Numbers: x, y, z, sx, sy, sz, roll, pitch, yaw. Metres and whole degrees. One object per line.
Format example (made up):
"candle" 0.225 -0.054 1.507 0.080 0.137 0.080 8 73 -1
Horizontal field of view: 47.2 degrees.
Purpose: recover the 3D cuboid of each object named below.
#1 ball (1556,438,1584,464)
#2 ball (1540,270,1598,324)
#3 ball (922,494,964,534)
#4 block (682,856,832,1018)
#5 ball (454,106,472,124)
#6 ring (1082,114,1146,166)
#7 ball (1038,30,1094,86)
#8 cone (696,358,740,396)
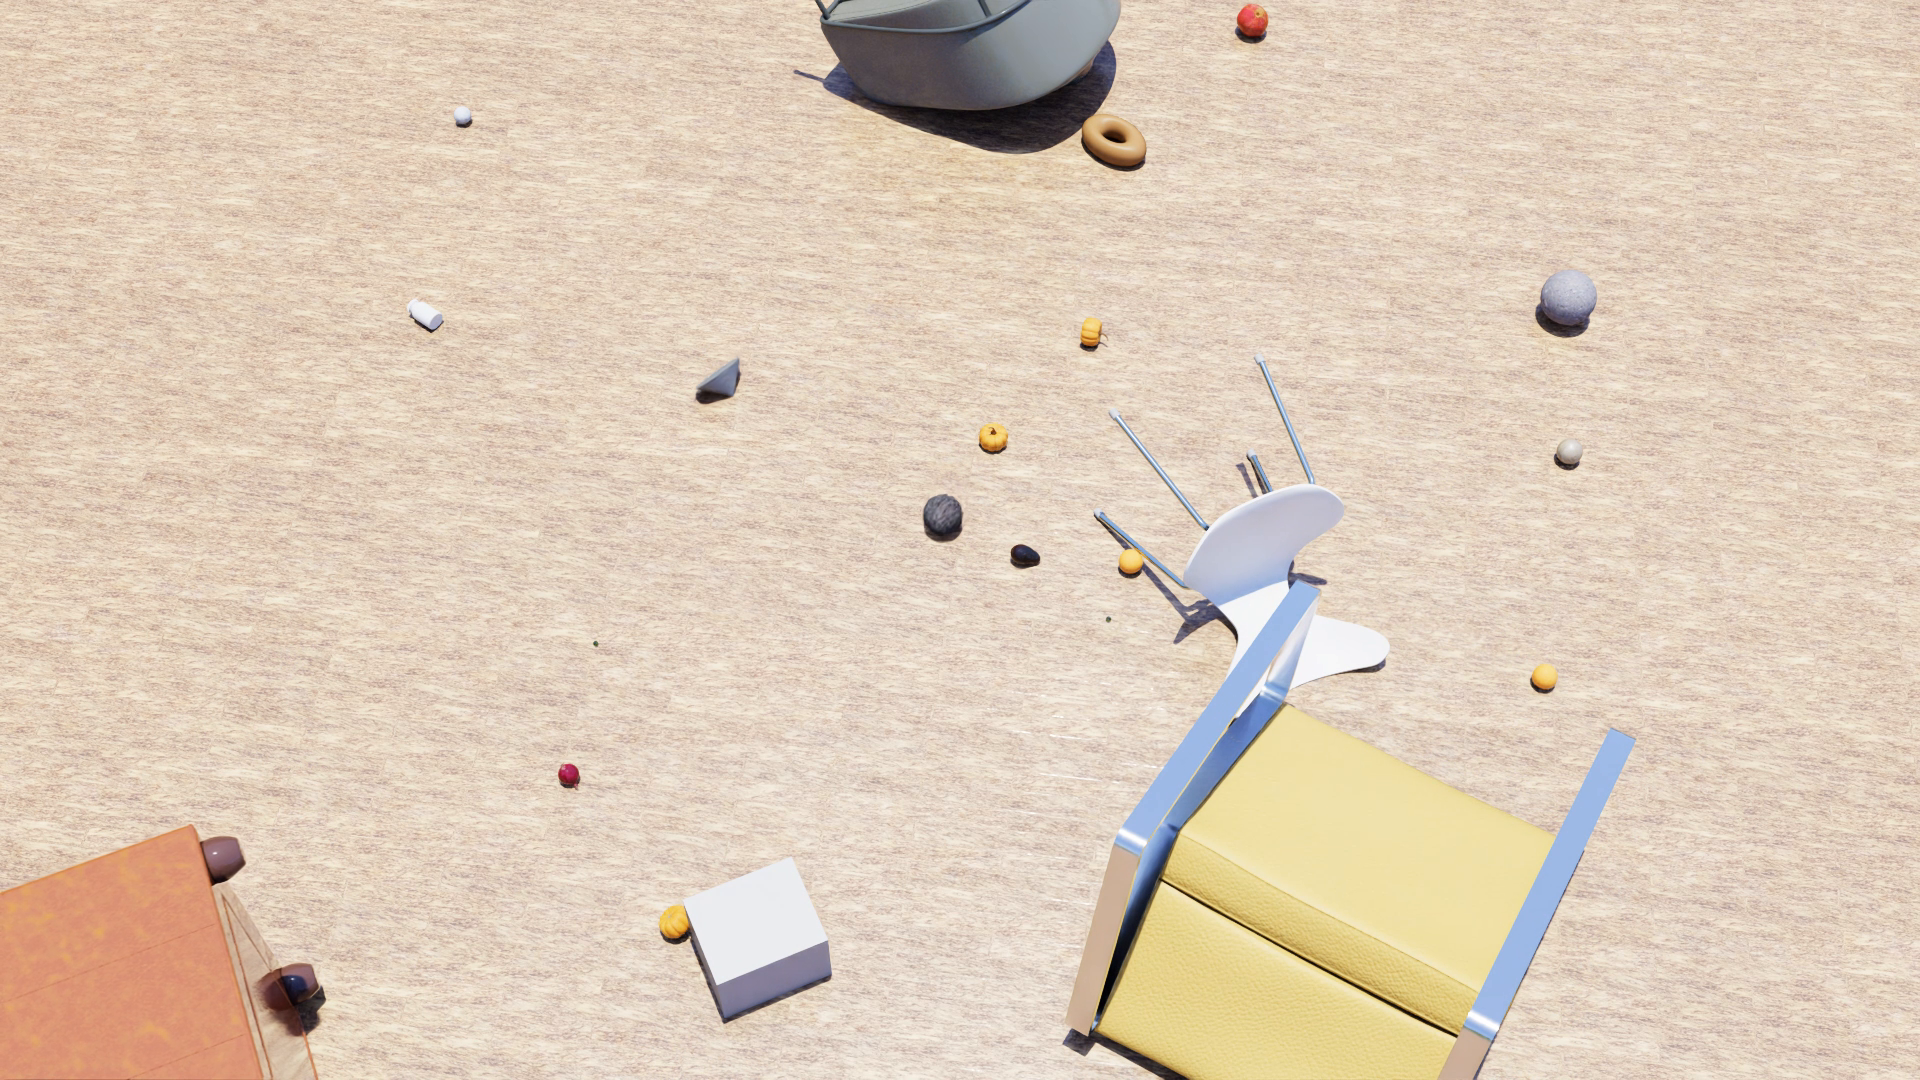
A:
"ball" 1.860 -0.270 6.707 0.080 0.080 0.080 0 56 0
"ball" 1.933 -0.771 6.986 0.176 0.176 0.176 0 56 0
"ball" -0.051 -0.077 6.553 0.120 0.120 0.120 0 56 0
"block" -0.527 1.038 5.743 0.303 0.223 0.255 -20 58 -13
"ball" -1.699 -1.451 7.511 0.060 0.060 0.060 0 56 0
"ring" 0.520 -1.351 7.429 0.249 0.088 0.161 34 64 22
"ball" 0.366 -1.660 7.572 0.193 0.193 0.193 0 56 0
"cone" -0.732 -0.484 6.865 0.179 0.143 0.090 -42 104 -31
